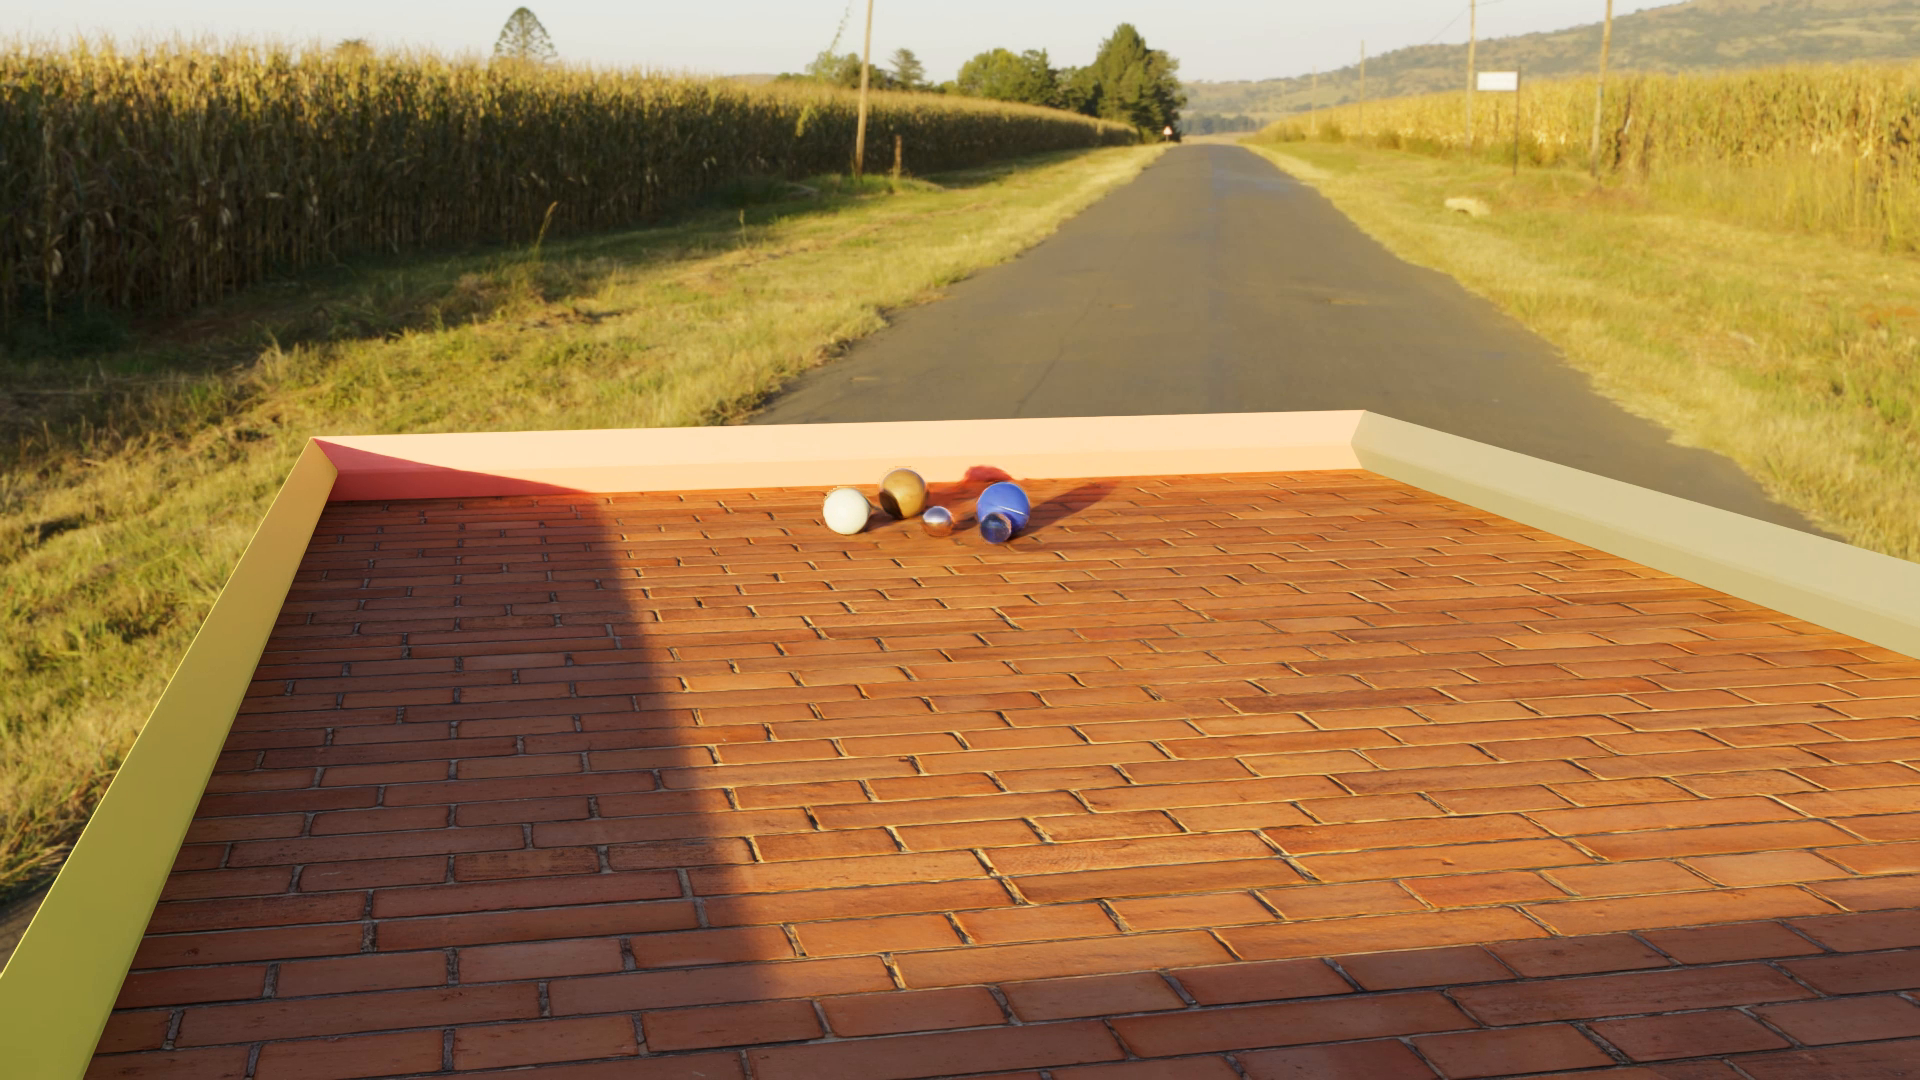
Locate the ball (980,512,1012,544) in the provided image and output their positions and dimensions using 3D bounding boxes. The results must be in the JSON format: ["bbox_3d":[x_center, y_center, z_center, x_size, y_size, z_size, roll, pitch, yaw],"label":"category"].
[{"bbox_3d":[0.055,-0.019,3.373,0.049,0.049,0.049,0,10,0],"label":"ball"}]

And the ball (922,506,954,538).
[{"bbox_3d":[-0.035,-0.028,3.420,0.049,0.049,0.049,0,10,0],"label":"ball"}]

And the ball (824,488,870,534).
[{"bbox_3d":[-0.178,-0.045,3.449,0.074,0.074,0.074,0,10,0],"label":"ball"}]

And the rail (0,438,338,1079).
[{"bbox_3d":[-0.747,0.144,2.238,0.045,0.110,3.216,-2,10,-12],"label":"rail"}]

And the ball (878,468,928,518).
[{"bbox_3d":[-0.093,-0.076,3.604,0.083,0.083,0.083,0,10,0],"label":"ball"}]

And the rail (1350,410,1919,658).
[{"bbox_3d":[1.092,0.075,2.636,0.045,0.110,3.216,-2,10,-12],"label":"rail"}]

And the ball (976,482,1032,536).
[{"bbox_3d":[0.068,-0.048,3.432,0.085,0.085,0.085,0,10,0],"label":"ball"}]

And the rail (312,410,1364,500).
[{"bbox_3d":[-0.168,-0.153,3.963,1.930,0.110,0.045,-2,10,-12],"label":"rail"}]
